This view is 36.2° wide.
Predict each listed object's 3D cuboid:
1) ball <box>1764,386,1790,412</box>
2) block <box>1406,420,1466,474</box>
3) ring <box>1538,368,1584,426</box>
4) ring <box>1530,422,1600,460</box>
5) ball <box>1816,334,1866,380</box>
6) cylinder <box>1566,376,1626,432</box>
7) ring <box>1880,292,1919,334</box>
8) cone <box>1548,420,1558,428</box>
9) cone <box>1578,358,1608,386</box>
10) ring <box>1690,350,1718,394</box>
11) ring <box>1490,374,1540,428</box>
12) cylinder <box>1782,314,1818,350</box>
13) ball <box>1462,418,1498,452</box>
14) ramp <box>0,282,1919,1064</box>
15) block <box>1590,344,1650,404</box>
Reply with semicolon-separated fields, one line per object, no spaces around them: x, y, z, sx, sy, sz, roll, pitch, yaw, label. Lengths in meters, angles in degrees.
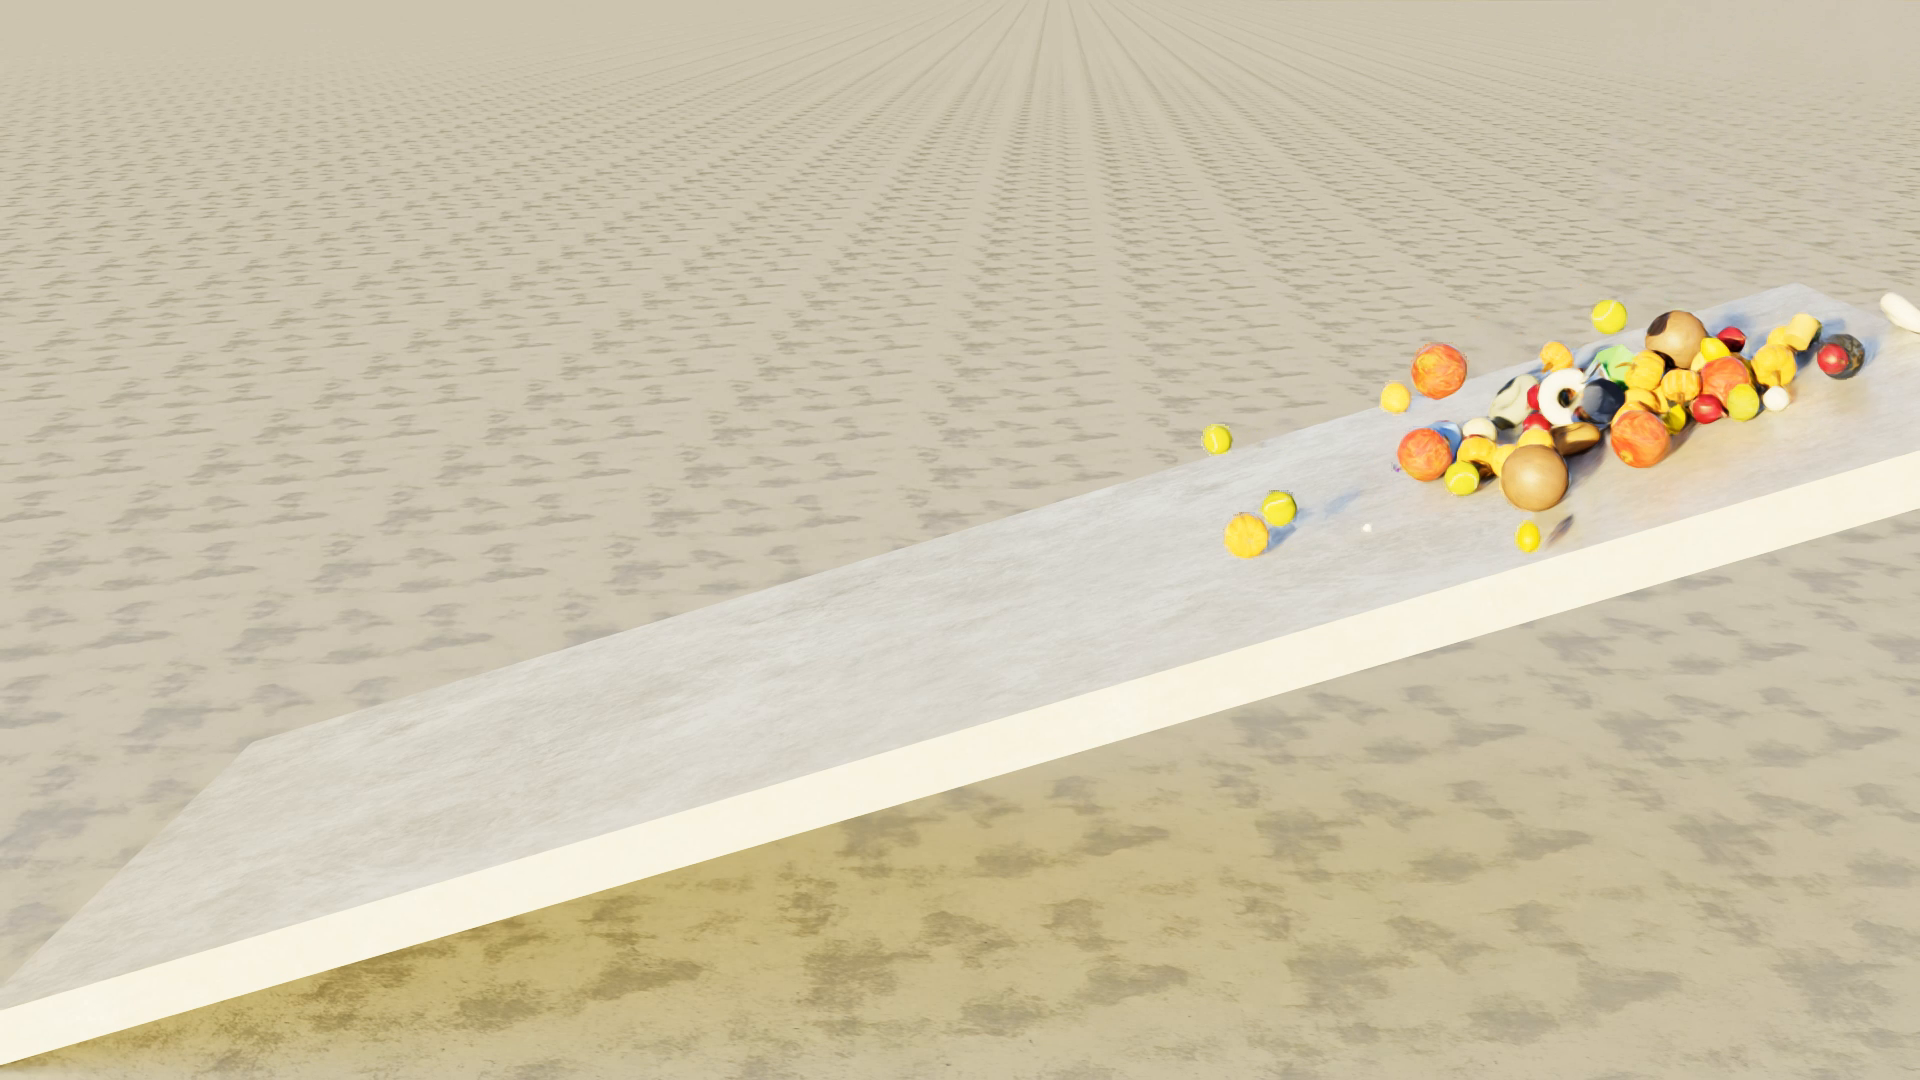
1.612;-0.278;5.806;0.051;0.051;0.051;0;11;0;ball
1.018;-0.199;6.290;0.084;0.084;0.084;-20;10;-12;block
1.274;-0.297;6.161;0.124;0.124;0.041;2;0;8;ring
1.242;-0.203;6.036;0.146;0.049;0.146;-16;8;2;ring
1.768;-0.368;5.902;0.093;0.093;0.093;0;11;0;ball
1.313;-0.276;6.067;0.092;0.092;0.092;-3;-20;-13;cylinder
2.001;-0.471;6.218;0.131;0.044;0.131;42;9;-8;ring
1.267;-0.268;6.205;0.058;0.058;0.058;-32;7;9;cone
1.331;-0.329;6.100;0.067;0.067;0.067;37;12;-3;cone
1.537;-0.344;6.076;0.032;0.096;0.096;4;10;-8;ring
1.222;-0.304;6.475;0.046;0.139;0.139;36;0;-18;ring
1.745;-0.432;6.107;0.055;0.055;0.055;29;-19;11;cylinder
1.111;-0.225;6.294;0.076;0.076;0.076;0;11;0;ball
0.096;0.185;6.315;4.000;0.100;2.000;-17;10;5;ramp
1.377;-0.343;6.178;0.087;0.087;0.087;37;-18;-13;block
